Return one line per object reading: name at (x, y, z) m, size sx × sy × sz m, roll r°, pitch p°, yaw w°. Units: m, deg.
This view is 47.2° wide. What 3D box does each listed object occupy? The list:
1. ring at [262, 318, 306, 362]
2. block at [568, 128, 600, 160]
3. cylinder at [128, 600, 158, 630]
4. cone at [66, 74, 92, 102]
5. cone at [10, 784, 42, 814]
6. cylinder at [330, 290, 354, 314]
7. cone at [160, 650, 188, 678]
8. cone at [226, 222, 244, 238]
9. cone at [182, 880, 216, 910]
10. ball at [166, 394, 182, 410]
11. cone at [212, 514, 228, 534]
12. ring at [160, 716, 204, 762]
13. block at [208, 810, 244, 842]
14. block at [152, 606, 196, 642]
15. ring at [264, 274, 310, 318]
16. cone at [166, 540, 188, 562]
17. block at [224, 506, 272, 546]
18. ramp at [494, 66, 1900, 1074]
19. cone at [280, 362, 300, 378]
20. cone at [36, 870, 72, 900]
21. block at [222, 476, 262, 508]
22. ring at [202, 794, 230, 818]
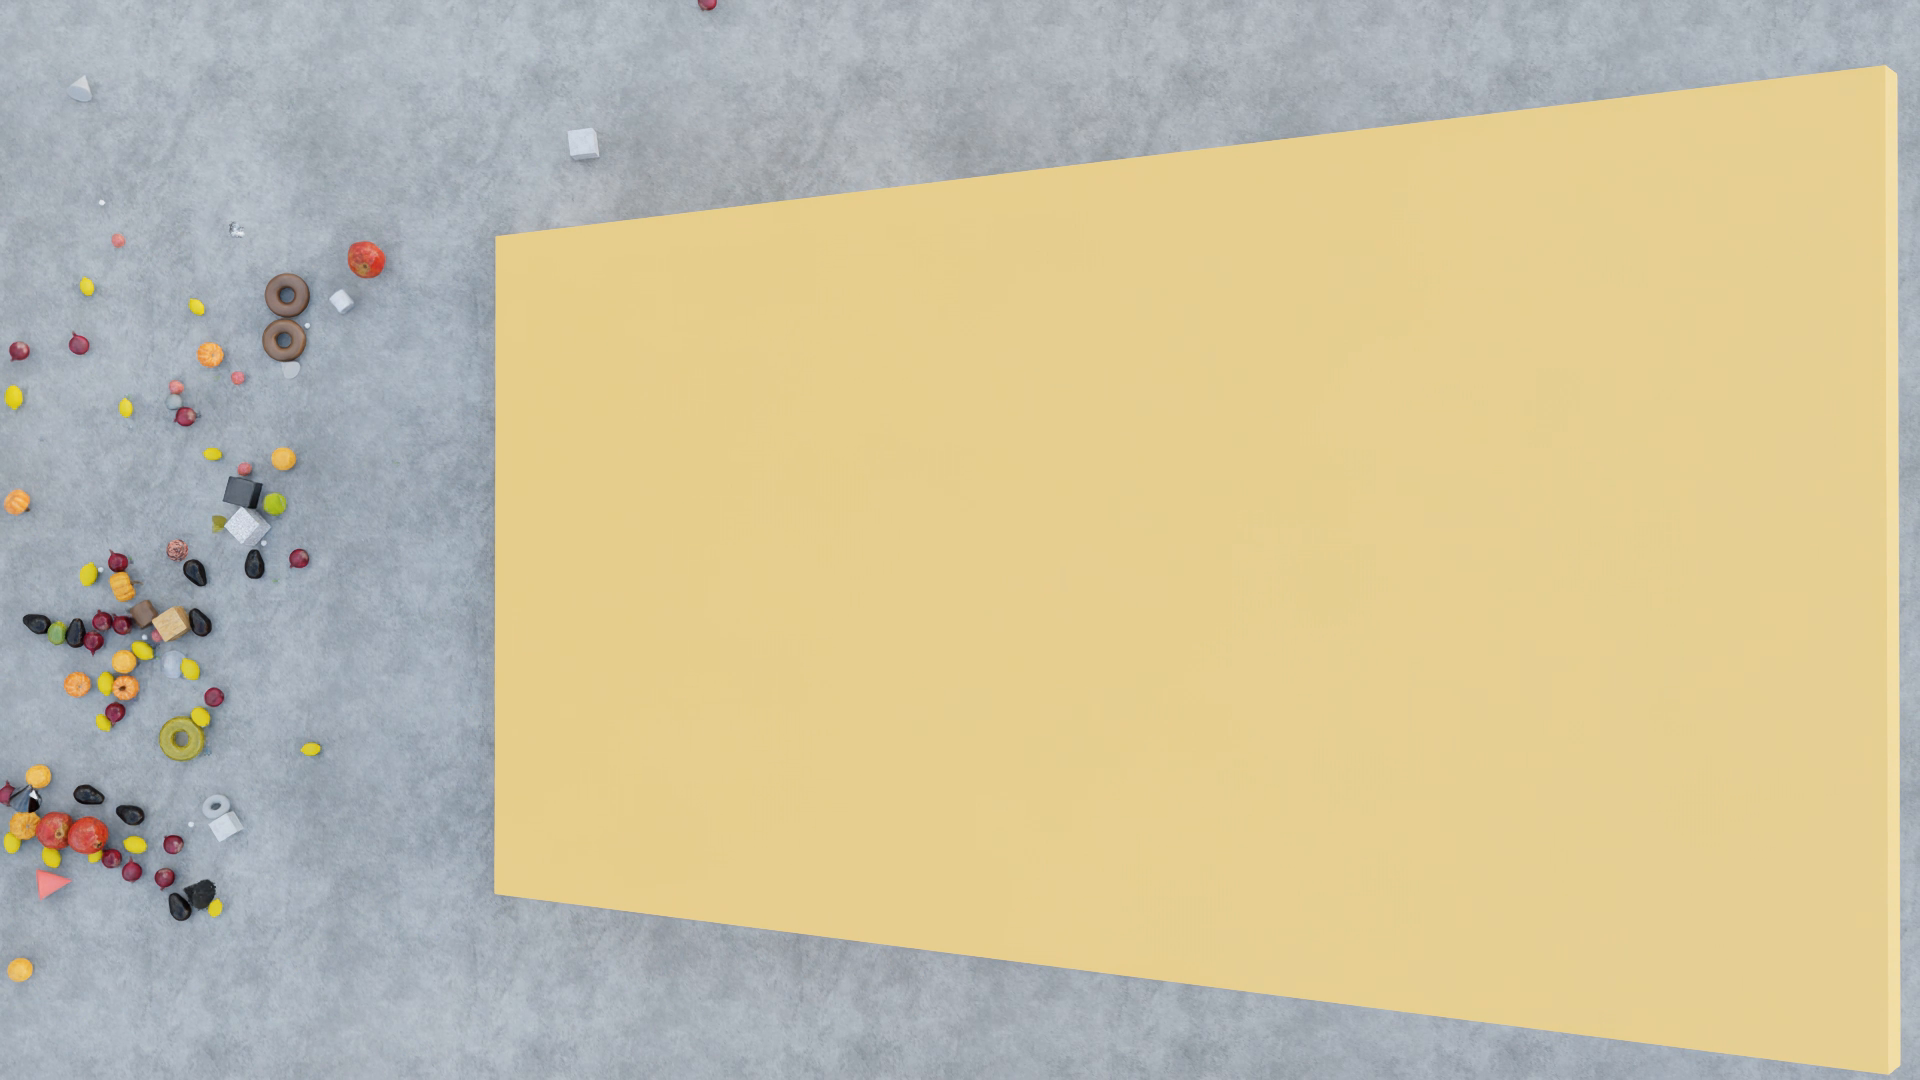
ring at (-2.075, -0.613, 6.753) m, size 0.134 × 0.045 × 0.134 m, roll 0°, pitch 90°, yaw -1°
block at (-1.154, -1.214, 6.741) m, size 0.076 × 0.076 × 0.076 m, roll -7°, pitch 90°, yaw 0°
cylinder at (-2.496, 0.228, 6.735) m, size 0.067 × 0.067 × 0.067 m, roll -33°, pitch 90°, yaw 0°
cone at (-2.700, -1.403, 6.764) m, size 0.074 × 0.074 × 0.074 m, roll 4°, pitch 63°, yaw 0°
cone at (-2.837, 0.768, 6.697) m, size 0.095 × 0.095 × 0.095 m, roll 39°, pitch 132°, yaw 0°
cylinder at (-1.896, -0.732, 6.749) m, size 0.053 × 0.053 × 0.053 m, roll -40°, pitch 93°, yaw 0°
cone at (-2.420, 0.383, 6.724) m, size 0.085 × 0.085 × 0.085 m, roll 0°, pitch 90°, yaw 0°
cone at (-2.243, -0.943, 6.765) m, size 0.052 × 0.052 × 0.052 m, roll -22°, pitch 90°, yaw 26°
cone at (-2.352, 1.078, 6.741) m, size 0.092 × 0.092 × 0.092 m, roll 8°, pitch 90°, yaw 27°
ball at (-2.412, -0.423, 6.747) m, size 0.051 × 0.051 × 0.051 m, roll 0°, pitch 90°, yaw 0°
cone at (-2.285, -0.038, 6.758) m, size 0.056 × 0.056 × 0.056 m, roll 42°, pitch 116°, yaw 0°
ring at (-2.386, 0.610, 6.743) m, size 0.140 × 0.047 × 0.140 m, roll 0°, pitch 90°, yaw 1°
block at (-2.246, 0.877, 6.731) m, size 0.064 × 0.064 × 0.064 m, roll -32°, pitch 90°, yaw 0°
block at (-2.406, 0.257, 6.729) m, size 0.078 × 0.078 × 0.078 m, roll -33°, pitch 90°, yaw 0°
ring at (-2.066, -0.751, 6.753) m, size 0.137 × 0.046 × 0.137 m, roll 0°, pitch 91°, yaw -1°
cone at (-2.410, 0.032, 6.736) m, size 0.068 × 0.068 × 0.068 m, roll 0°, pitch 90°, yaw 0°
block at (-2.176, -0.041, 6.721) m, size 0.081 × 0.081 × 0.081 m, roll 44°, pitch 93°, yaw 10°
ramp at (0.240, 0.067, 5.563) m, size 4.000 × 0.100 × 2.000 m, roll 0°, pitch 89°, yaw 36°
cone at (-2.072, -0.536, 6.761) m, size 0.059 × 0.059 × 0.059 m, roll 34°, pitch 90°, yaw 27°
cone at (-2.773, 1.050, 6.740) m, size 0.098 × 0.098 × 0.098 m, roll -5°, pitch 90°, yaw -27°
block at (-2.195, -0.146, 6.731) m, size 0.080 × 0.080 × 0.080 m, roll 15°, pitch 90°, yaw 0°
ring at (-2.278, 0.817, 6.736) m, size 0.083 × 0.028 × 0.083 m, roll 0°, pitch 55°, yaw 0°
